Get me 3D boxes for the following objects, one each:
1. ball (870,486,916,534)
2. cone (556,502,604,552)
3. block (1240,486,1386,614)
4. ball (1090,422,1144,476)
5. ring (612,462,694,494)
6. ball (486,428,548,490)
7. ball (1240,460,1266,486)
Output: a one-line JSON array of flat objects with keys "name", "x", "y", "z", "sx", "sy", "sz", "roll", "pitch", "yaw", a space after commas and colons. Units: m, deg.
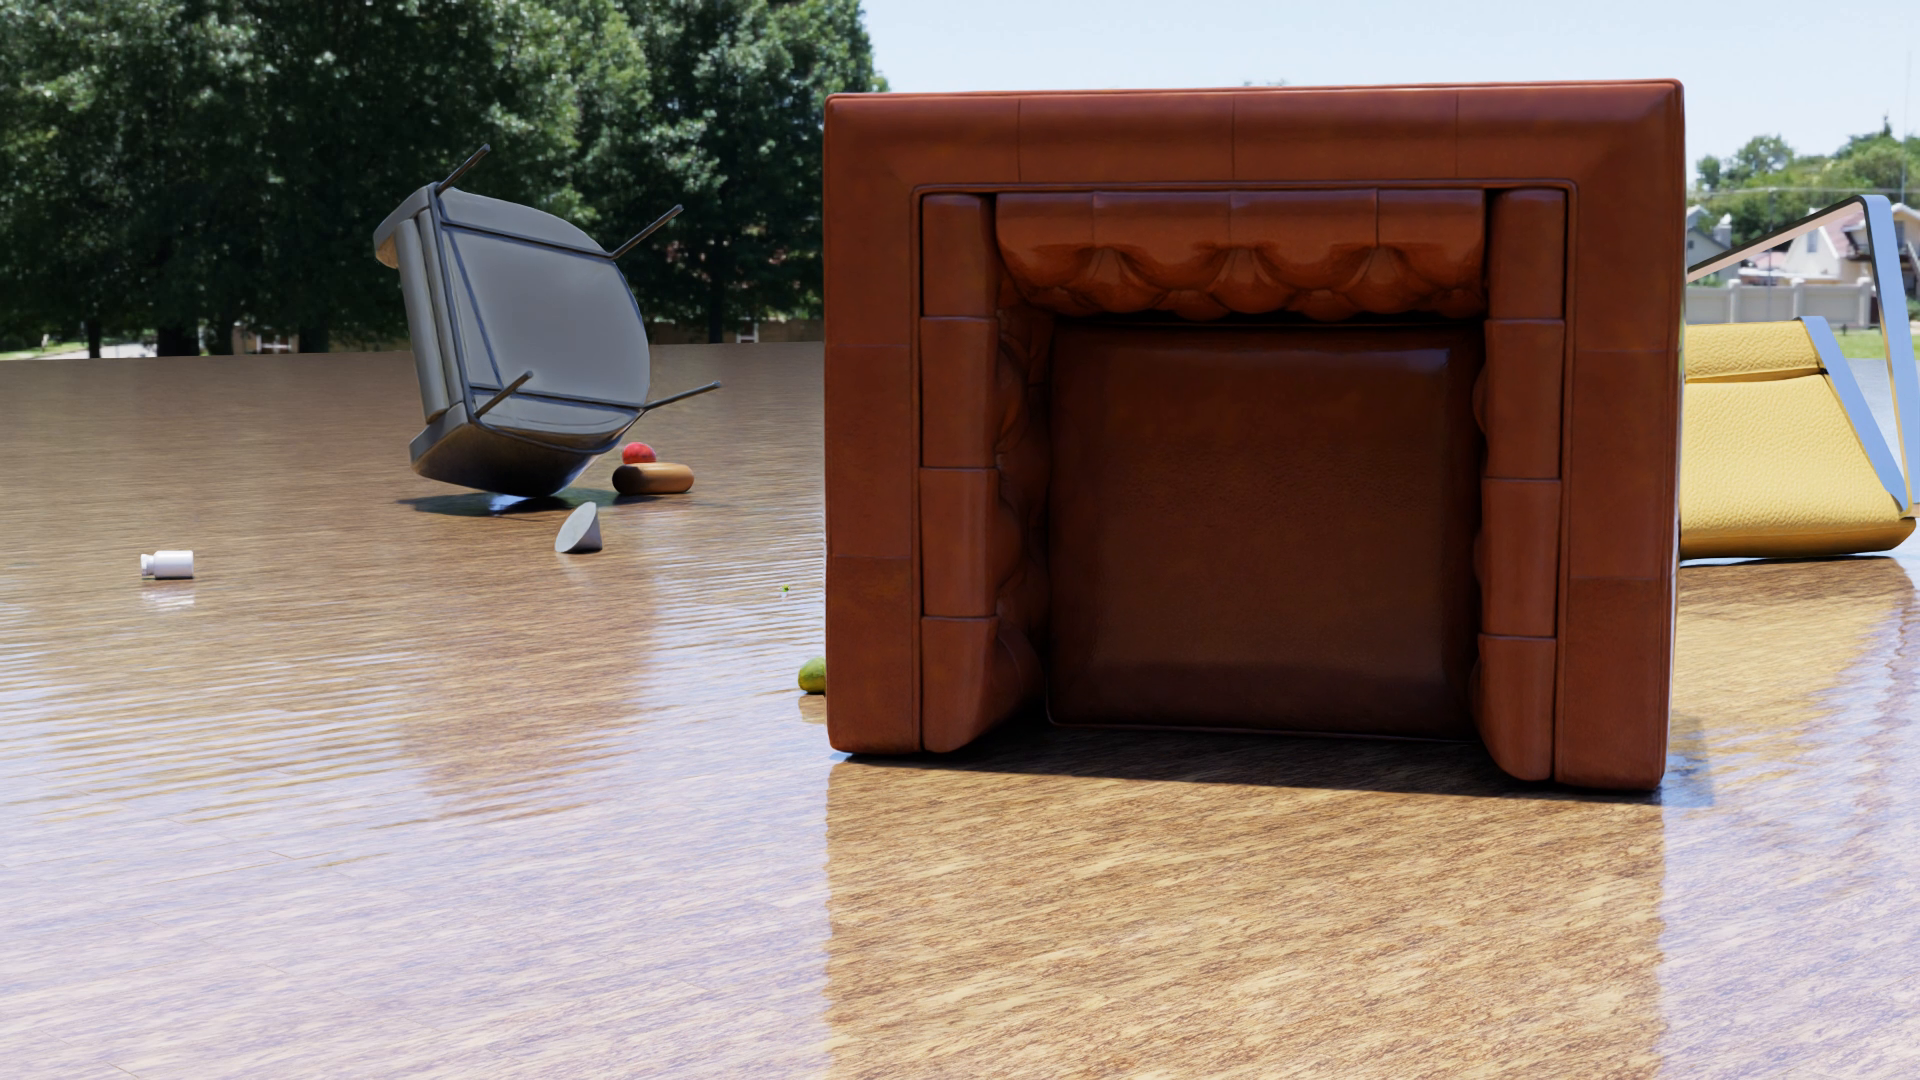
[{"name": "ball", "x": -0.171, "y": -0.075, "z": 6.556, "sx": 0.120, "sy": 0.120, "sz": 0.120, "roll": 0, "pitch": 6, "yaw": 0}, {"name": "cone", "x": -0.892, "y": -0.004, "z": 6.172, "sx": 0.090, "sy": 0.143, "sz": 0.179, "roll": 42, "pitch": 11, "yaw": -25}, {"name": "block", "x": 0.714, "y": 0.016, "z": 5.173, "sx": 0.255, "sy": 0.223, "sz": 0.303, "roll": 2, "pitch": 6, "yaw": 14}, {"name": "ball", "x": 0.517, "y": -0.298, "z": 8.451, "sx": 0.176, "sy": 0.176, "sz": 0.176, "roll": 0, "pitch": 6, "yaw": 0}, {"name": "ring", "x": -0.932, "y": -0.186, "z": 7.798, "sx": 0.249, "sy": 0.088, "sz": 0.161, "roll": -2, "pitch": 8, "yaw": -12}, {"name": "ball", "x": -1.360, "y": -0.248, "z": 7.881, "sx": 0.193, "sy": 0.193, "sz": 0.193, "roll": 0, "pitch": 6, "yaw": 0}, {"name": "ball", "x": 0.917, "y": -0.208, "z": 8.044, "sx": 0.080, "sy": 0.080, "sz": 0.080, "roll": 0, "pitch": 6, "yaw": 0}]
